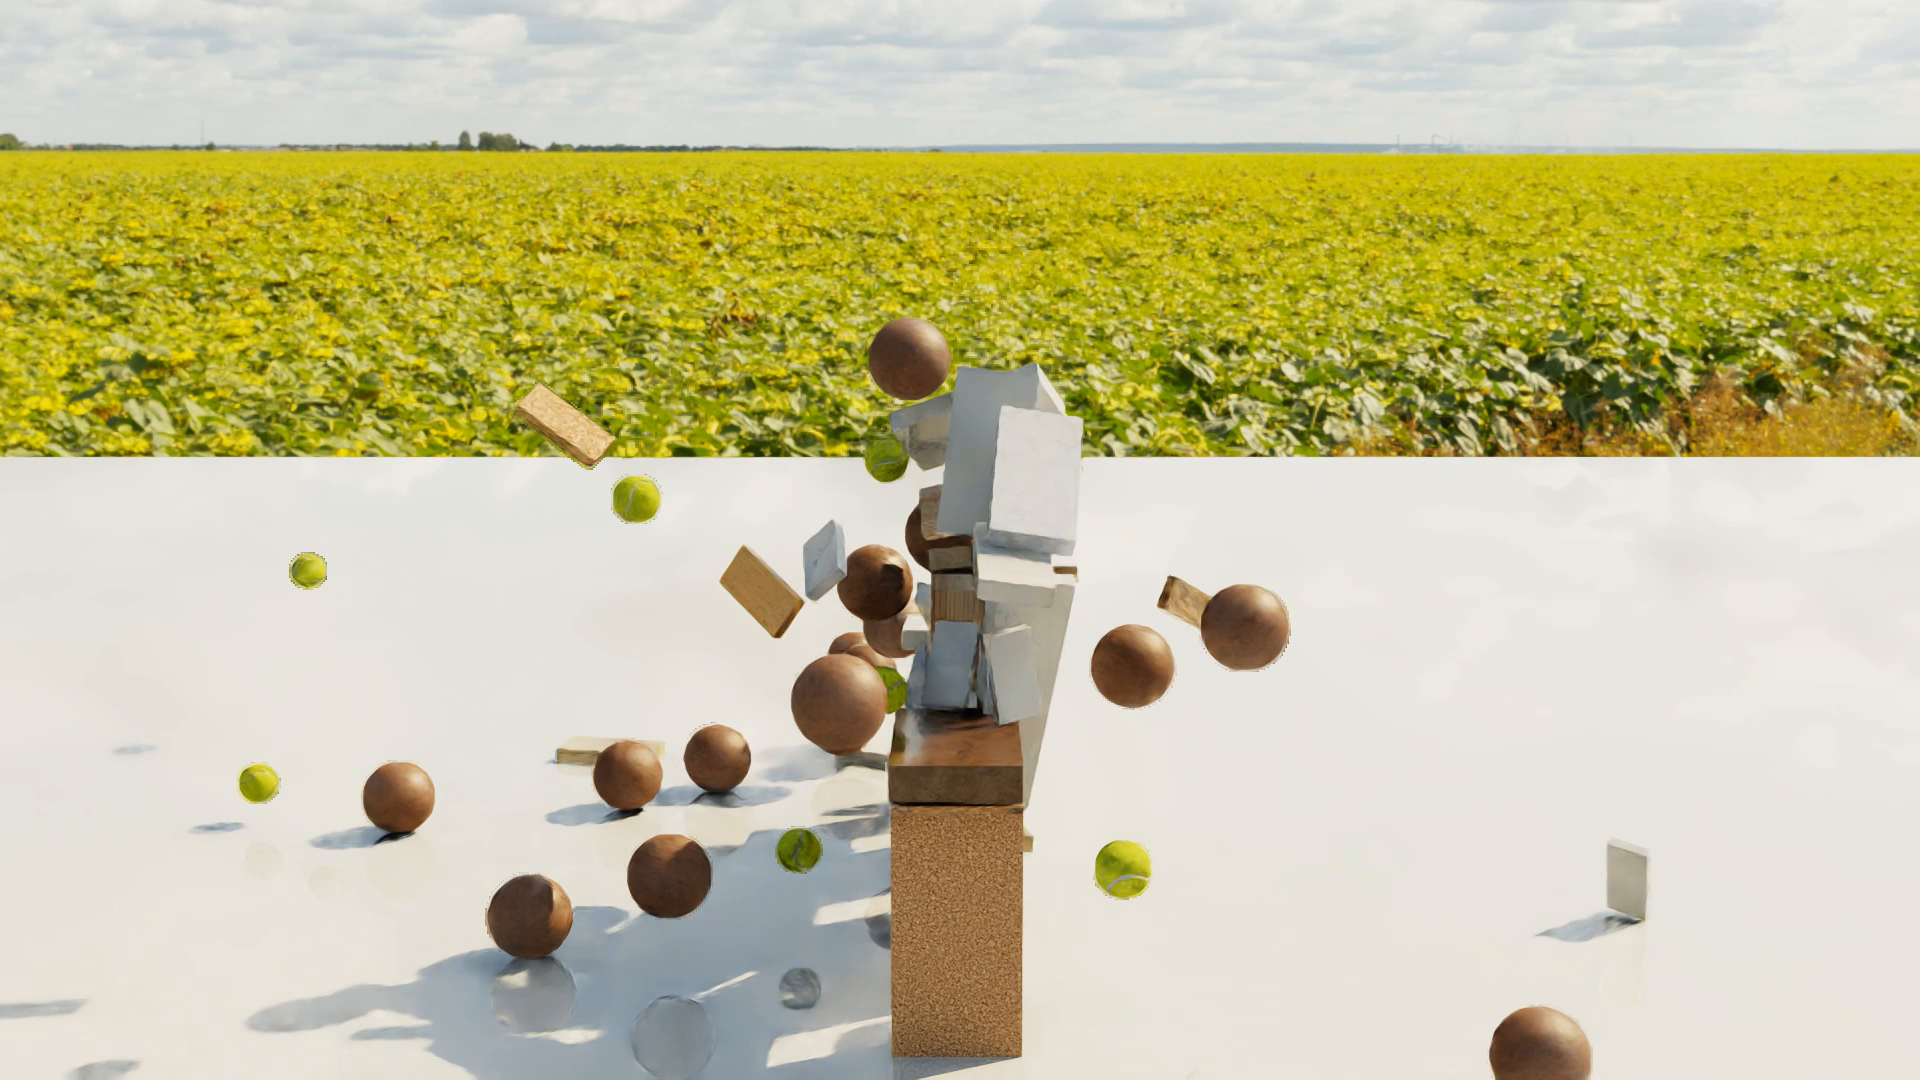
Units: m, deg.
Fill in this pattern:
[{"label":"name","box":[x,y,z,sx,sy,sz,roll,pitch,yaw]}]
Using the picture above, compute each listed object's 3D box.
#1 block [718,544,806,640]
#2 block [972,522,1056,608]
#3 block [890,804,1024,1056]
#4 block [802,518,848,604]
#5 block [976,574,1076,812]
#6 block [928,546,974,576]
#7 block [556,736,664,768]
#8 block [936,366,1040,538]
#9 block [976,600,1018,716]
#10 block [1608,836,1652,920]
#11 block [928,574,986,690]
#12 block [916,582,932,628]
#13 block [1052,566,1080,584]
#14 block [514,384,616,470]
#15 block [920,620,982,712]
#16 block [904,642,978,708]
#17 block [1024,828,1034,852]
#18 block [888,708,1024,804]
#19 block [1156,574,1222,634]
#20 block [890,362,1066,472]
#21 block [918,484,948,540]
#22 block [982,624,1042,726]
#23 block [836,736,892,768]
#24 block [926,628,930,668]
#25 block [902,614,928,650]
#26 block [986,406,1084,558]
[{"label":"block","box":[-0.306,0.080,3.396,0.145,0.072,0.021,43,16,31]},{"label":"block","box":[0.075,0.034,3.149,0.107,0.030,0.214,7,22,-4]},{"label":"block","box":[-0.004,0.530,3.014,0.179,0.358,0.051,0,11,0]},{"label":"block","box":[-0.213,0.031,3.458,0.021,0.072,0.145,40,21,-26]},{"label":"block","box":[0.085,0.236,3.377,0.107,0.426,0.030,5,31,-9]},{"label":"block","box":[0.016,0.048,3.427,0.114,0.032,0.229,-6,-12,2]},{"label":"block","box":[-0.708,0.429,4.461,0.193,0.027,0.097,2,11,12]},{"label":"block","box":[0.042,-0.129,3.342,0.125,0.255,0.035,7,-7,1]},{"label":"block","box":[0.055,0.137,3.221,0.030,0.214,0.107,4,23,-7]},{"label":"block","box":[1.076,0.545,3.535,0.067,0.133,0.019,17,39,38]},{"label":"block","box":[0.011,0.143,3.383,0.114,0.229,0.032,-1,46,-4]},{"label":"block","box":[0.000,0.117,3.721,0.126,0.036,0.251,2,-12,5]},{"label":"block","box":[0.141,0.057,3.708,0.117,0.017,0.058,0,-14,8]},{"label":"block","box":[-0.614,-0.177,3.414,0.145,0.021,0.072,36,37,-4]},{"label":"block","box":[-0.013,0.186,3.247,0.067,0.133,0.019,4,-24,15]},{"label":"block","box":[0.006,0.230,3.610,0.170,0.048,0.339,0,11,2]},{"label":"block","box":[0.047,0.445,3.418,0.086,0.024,0.173,4,10,-16]},{"label":"block","box":[-0.005,0.300,3.092,0.179,0.051,0.358,0,8,0]},{"label":"block","box":[0.389,0.110,3.731,0.017,0.058,0.156,18,-6,39]},{"label":"block","box":[0.029,-0.192,3.466,0.250,0.035,0.125,-18,-36,15]},{"label":"block","box":[0.013,-0.054,3.404,0.159,0.080,0.023,-13,-16,27]},{"label":"block","box":[0.075,0.193,3.153,0.067,0.133,0.019,-14,17,-19]},{"label":"block","box":[-0.142,0.432,4.443,0.194,0.027,0.097,5,12,26]},{"label":"block","box":[0.009,0.148,3.489,0.114,0.032,0.229,0,-24,-5]},{"label":"block","box":[0.027,0.165,3.949,0.251,0.036,0.126,0,12,4]},{"label":"block","box":[0.111,-0.089,3.233,0.125,0.035,0.250,8,48,-3]}]
